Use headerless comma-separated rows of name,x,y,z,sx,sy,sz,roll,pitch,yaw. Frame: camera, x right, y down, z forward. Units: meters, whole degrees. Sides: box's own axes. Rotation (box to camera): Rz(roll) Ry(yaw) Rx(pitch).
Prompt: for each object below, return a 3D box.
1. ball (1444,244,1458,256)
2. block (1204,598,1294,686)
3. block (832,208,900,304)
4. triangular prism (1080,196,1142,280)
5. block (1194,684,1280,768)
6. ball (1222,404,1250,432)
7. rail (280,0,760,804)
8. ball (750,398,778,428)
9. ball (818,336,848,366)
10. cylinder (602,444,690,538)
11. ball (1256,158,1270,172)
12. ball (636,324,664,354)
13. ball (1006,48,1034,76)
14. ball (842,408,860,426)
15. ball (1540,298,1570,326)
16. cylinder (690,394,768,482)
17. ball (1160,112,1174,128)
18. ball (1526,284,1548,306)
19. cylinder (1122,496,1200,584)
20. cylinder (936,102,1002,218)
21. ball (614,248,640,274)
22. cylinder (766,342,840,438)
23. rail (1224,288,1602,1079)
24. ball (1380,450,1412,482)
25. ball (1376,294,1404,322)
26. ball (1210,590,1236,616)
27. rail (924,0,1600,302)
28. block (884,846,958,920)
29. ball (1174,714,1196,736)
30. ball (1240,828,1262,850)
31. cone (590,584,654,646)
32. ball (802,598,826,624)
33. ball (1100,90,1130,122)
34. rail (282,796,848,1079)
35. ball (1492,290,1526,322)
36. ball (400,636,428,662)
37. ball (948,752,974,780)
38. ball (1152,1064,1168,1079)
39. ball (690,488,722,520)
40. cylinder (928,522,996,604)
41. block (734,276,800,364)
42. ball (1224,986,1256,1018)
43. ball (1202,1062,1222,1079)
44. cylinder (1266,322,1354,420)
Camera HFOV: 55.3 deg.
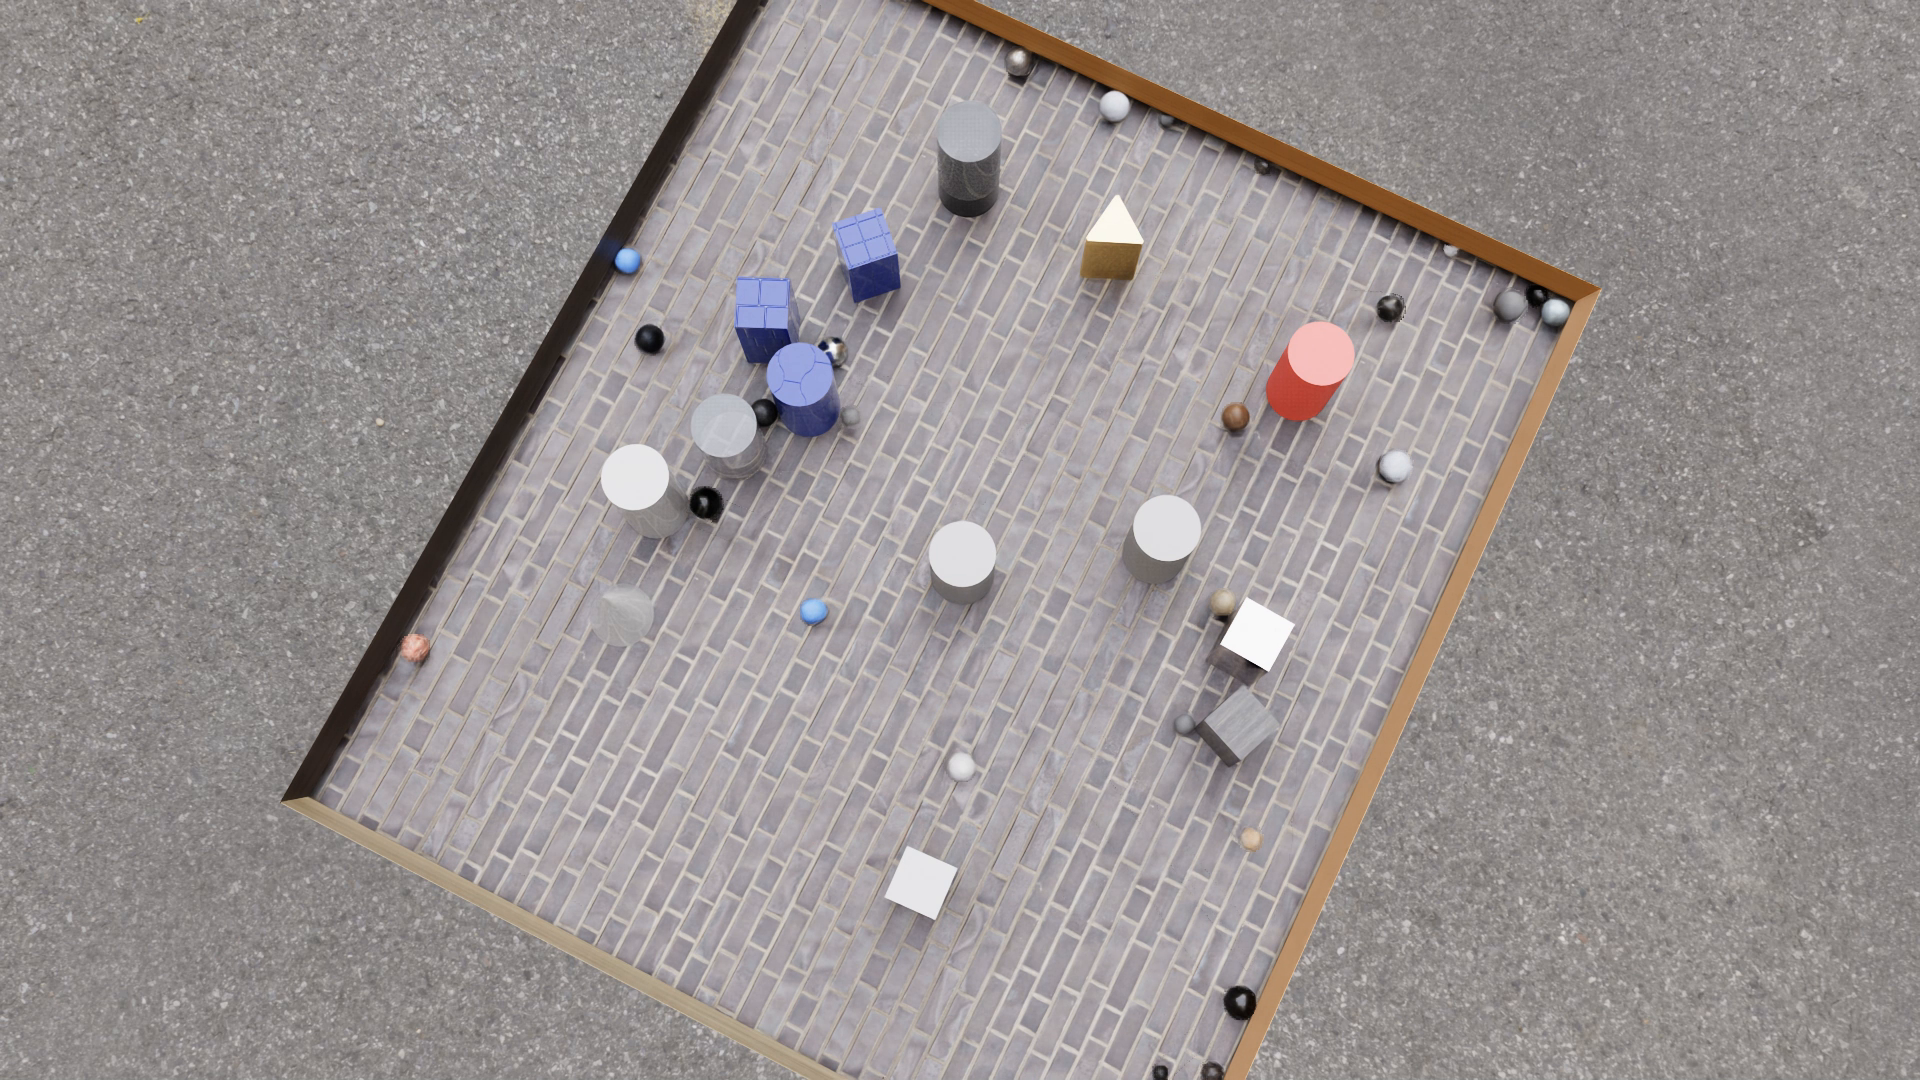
ball,1.551,-0.915,5.784,0.042,0.042,0.042,0,78,0
block,0.846,0.303,5.376,0.155,0.348,0.155,30,80,6
block,-0.286,-0.873,5.641,0.155,0.306,0.155,-19,79,-4
triangular prism,0.468,-0.933,5.647,0.168,0.318,0.146,4,78,1
block,0.810,0.548,5.378,0.155,0.245,0.155,-41,81,-8
ball,0.850,-0.377,5.651,0.086,0.086,0.086,0,78,0
rail,-1.248,-0.604,5.676,0.045,0.126,3.176,26,80,5
ball,-0.606,-0.392,5.653,0.088,0.088,0.088,0,78,0
ball,-0.397,-0.586,5.690,0.093,0.093,0.093,0,78,0
cylinder,-0.930,-0.140,5.441,0.194,0.400,0.194,0,78,0
ball,0.965,-1.195,5.840,0.047,0.047,0.047,0,78,0
ball,-0.964,-0.626,5.700,0.091,0.091,0.091,0,78,0
ball,0.193,-1.536,5.888,0.091,0.091,0.091,0,78,0
ball,-0.336,-0.380,5.665,0.059,0.059,0.059,0,78,0
ball,1.859,-0.709,5.719,0.086,0.086,0.086,0,78,0
cylinder,-0.693,-0.305,5.524,0.194,0.305,0.194,0,78,0
ball,0.663,-1.346,5.871,0.047,0.047,0.047,0,78,0
ball,1.807,-0.767,5.741,0.066,0.066,0.066,0,78,0
cylinder,0.594,0.002,5.432,0.194,0.360,0.194,0,78,0
cylinder,0.027,-1.165,5.635,0.194,0.436,0.194,0,78,0
ball,-1.046,-0.877,5.759,0.077,0.077,0.077,0,78,0
cylinder,-0.468,-0.449,5.531,0.194,0.350,0.194,0,78,0
rail,1.248,0.618,5.423,0.045,0.126,3.176,26,80,5
ball,1.333,-0.225,5.614,0.097,0.097,0.097,0,78,0
ball,1.342,-0.724,5.724,0.083,0.083,0.083,0,78,0
ball,0.792,0.191,5.537,0.079,0.079,0.079,0,78,0
rail,0.700,-1.364,5.833,2.838,0.126,0.045,26,80,5
block,-0.109,0.990,5.280,0.155,0.258,0.155,23,79,5
ball,0.670,0.551,5.470,0.063,0.063,0.063,0,78,0
ball,0.856,0.880,5.403,0.062,0.062,0.062,0,78,0
cone,-1.028,0.196,5.414,0.194,0.317,0.194,0,78,0
ball,-0.441,0.215,5.532,0.078,0.078,0.078,0,78,0
ball,0.493,-1.386,5.854,0.097,0.097,0.097,0,78,0
rail,-0.700,1.377,5.266,2.838,0.126,0.045,26,80,5
ball,1.713,-0.730,5.718,0.097,0.097,0.097,0,78,0
ball,-1.640,0.327,5.508,0.080,0.080,0.080,0,78,0
ball,0.003,0.671,5.436,0.082,0.082,0.082,0,78,0
ball,0.577,1.534,5.276,0.046,0.046,0.046,0,78,0
ball,-0.777,-0.111,5.591,0.095,0.095,0.095,0,78,0
cylinder,0.007,0.071,5.448,0.194,0.302,0.194,0,78,0
block,-0.583,-0.663,5.573,0.155,0.354,0.155,2,78,0
ball,0.809,1.334,5.293,0.094,0.094,0.094,0,78,0
ball,0.725,1.531,5.268,0.062,0.062,0.062,0,78,0
cylinder,1.051,-0.504,5.523,0.194,0.387,0.194,0,78,0
